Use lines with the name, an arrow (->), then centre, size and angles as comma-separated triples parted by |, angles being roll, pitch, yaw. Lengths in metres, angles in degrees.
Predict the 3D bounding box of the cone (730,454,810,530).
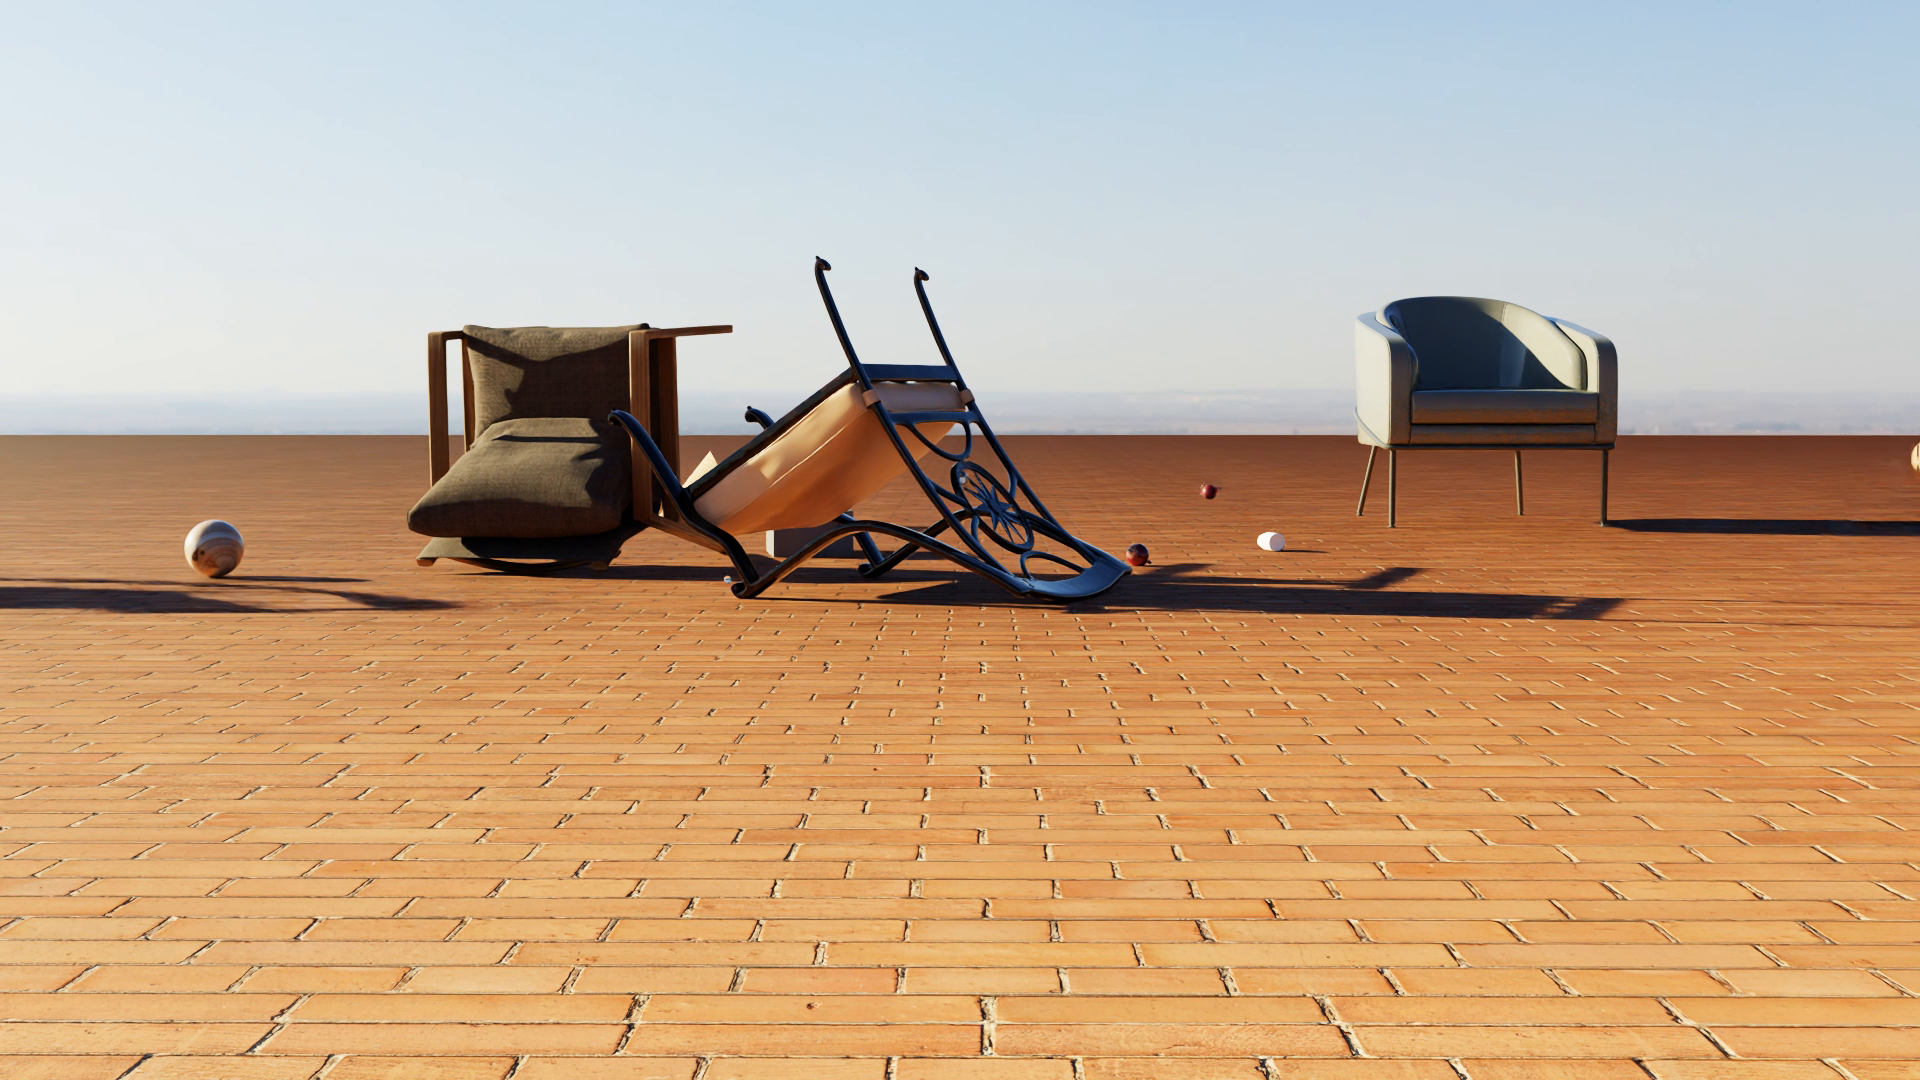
cone -> -0.649, -0.100, 7.146 | 0.278, 0.246, 0.325 | 26, 26, -5

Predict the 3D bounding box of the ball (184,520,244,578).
ball -> -1.780, 0.020, 5.250 | 0.137, 0.137, 0.137 | 0, 4, 0

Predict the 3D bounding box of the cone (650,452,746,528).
cone -> -0.882, -0.104, 7.163 | 0.283, 0.273, 0.242 | -26, -2, -6

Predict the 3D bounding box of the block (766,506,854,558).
block -> -0.412, -0.024, 6.003 | 0.214, 0.122, 0.241 | -1, 4, -10
